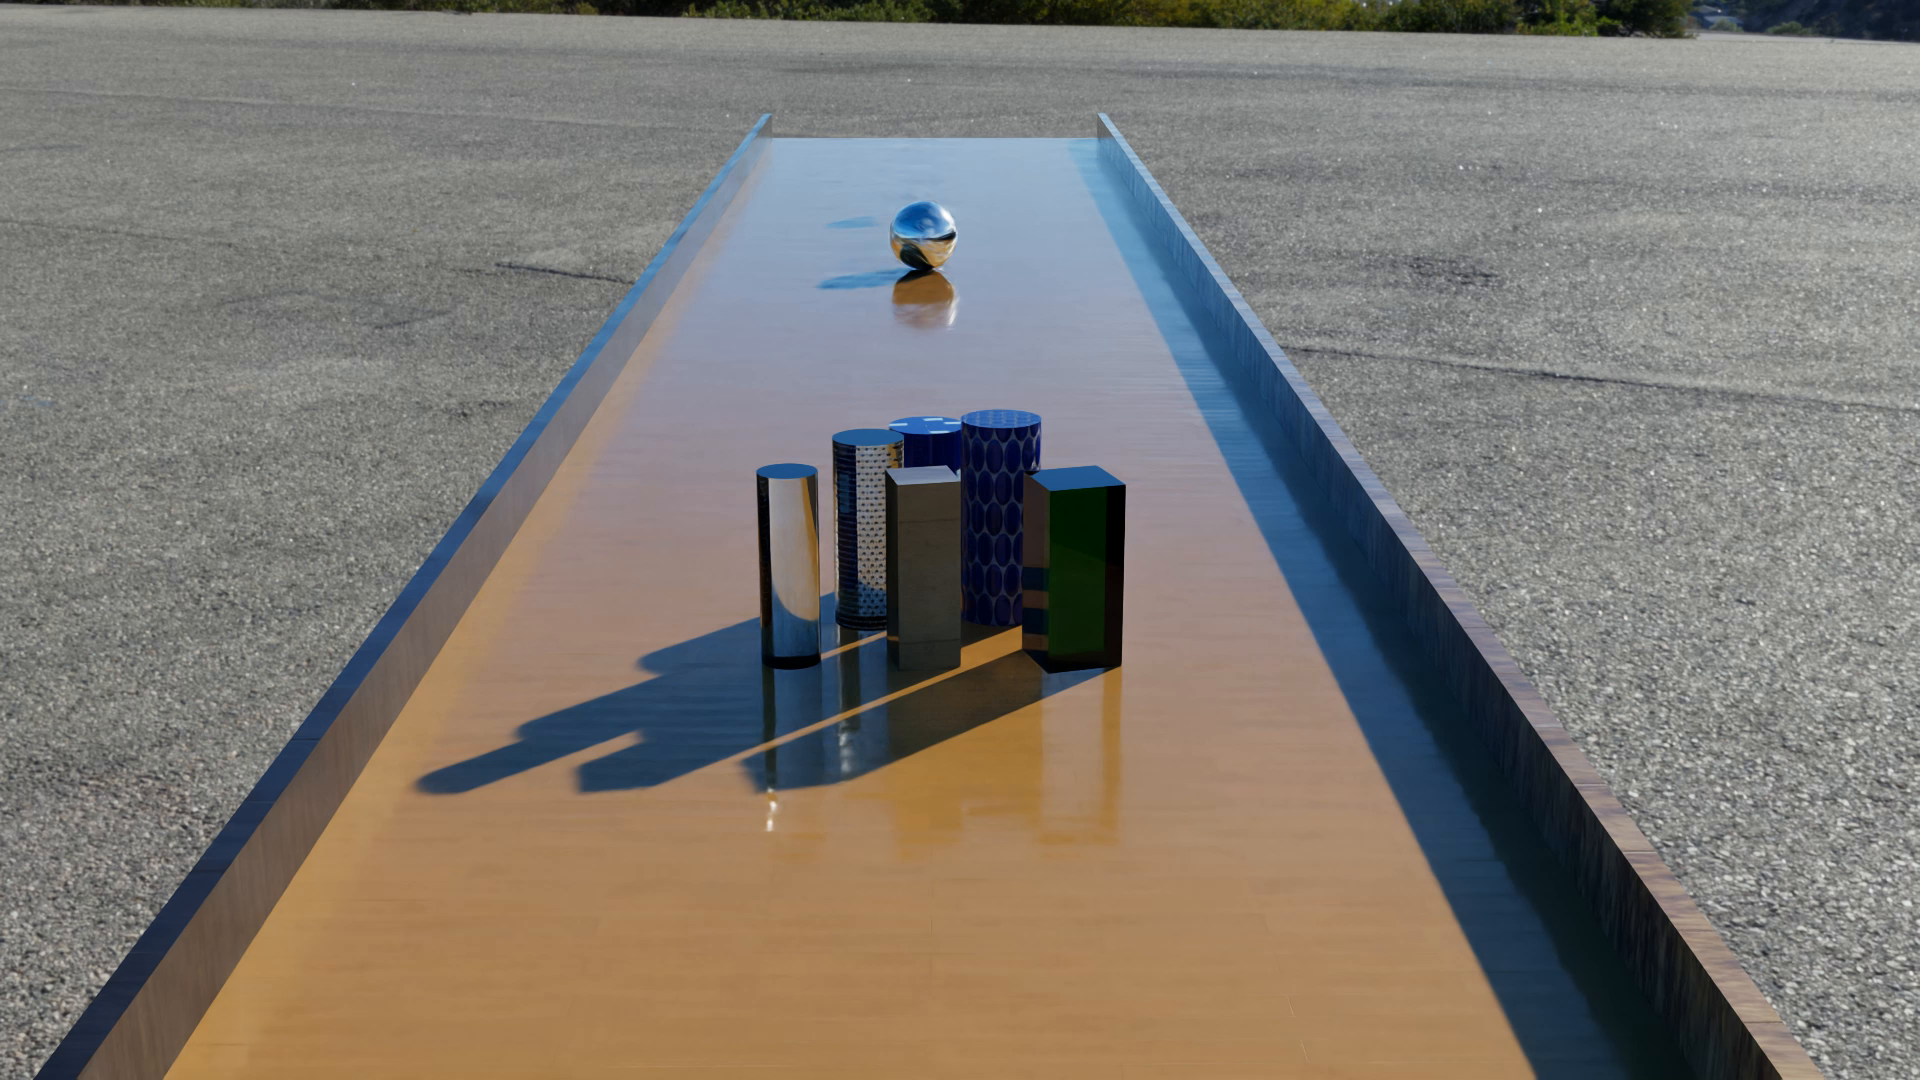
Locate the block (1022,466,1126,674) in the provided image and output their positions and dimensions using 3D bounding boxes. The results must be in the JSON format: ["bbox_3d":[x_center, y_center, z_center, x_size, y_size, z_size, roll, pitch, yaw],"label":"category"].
[{"bbox_3d":[0.224,0.057,4.380,0.156,0.374,0.156,-5,17,-17],"label":"block"}]

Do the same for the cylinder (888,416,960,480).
[{"bbox_3d":[-0.073,-0.085,4.897,0.168,0.351,0.168,0,17,0],"label":"cylinder"}]

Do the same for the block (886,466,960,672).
[{"bbox_3d":[-0.073,0.056,4.369,0.125,0.382,0.125,-4,17,-12],"label":"block"}]

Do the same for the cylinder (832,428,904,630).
[{"bbox_3d":[-0.190,-0.022,4.603,0.150,0.398,0.150,0,17,0],"label":"cylinder"}]

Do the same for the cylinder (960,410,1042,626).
[{"bbox_3d":[0.085,-0.048,4.637,0.168,0.428,0.168,0,17,0],"label":"cylinder"}]

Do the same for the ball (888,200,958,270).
[{"bbox_3d":[-0.148,-1.228,8.869,0.277,0.277,0.277,0,17,0],"label":"ball"}]

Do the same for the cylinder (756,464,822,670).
[{"bbox_3d":[-0.339,0.053,4.363,0.121,0.392,0.121,0,17,0],"label":"cylinder"}]

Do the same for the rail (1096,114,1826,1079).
[{"bbox_3d":[0.932,-0.844,7.801,0.050,0.150,12.000,0,17,-1],"label":"rail"}]

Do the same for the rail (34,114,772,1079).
[{"bbox_3d":[-1.118,-0.838,7.780,0.050,0.150,12.000,0,17,-1],"label":"rail"}]
